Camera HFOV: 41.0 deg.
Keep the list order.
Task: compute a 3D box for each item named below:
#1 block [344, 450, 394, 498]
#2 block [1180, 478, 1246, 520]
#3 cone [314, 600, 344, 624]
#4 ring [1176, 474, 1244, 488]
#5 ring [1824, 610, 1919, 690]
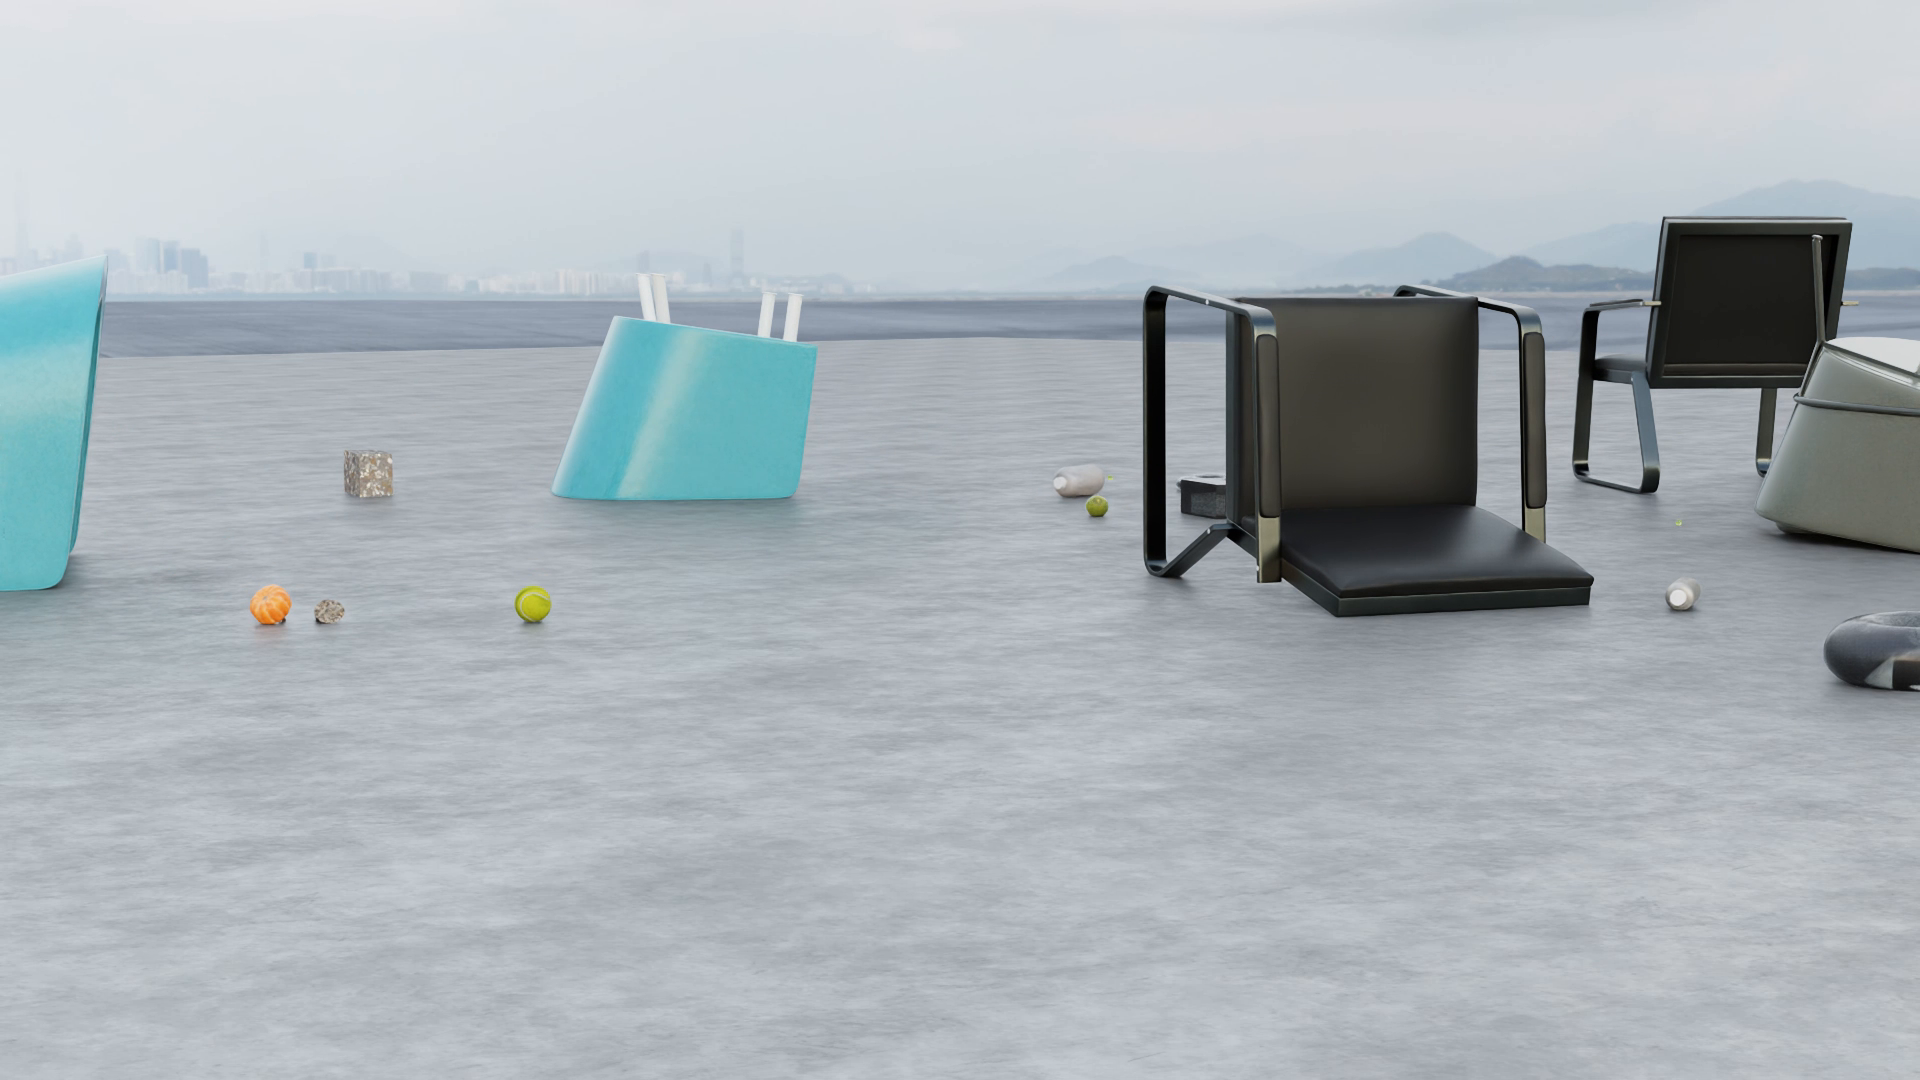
[{"bbox_3d":[-1.791,-0.203,7.763,0.099,0.127,0.209,-3,7,-26],"label":"block"},{"bbox_3d":[0.697,-0.114,7.061,0.093,0.094,0.205,-2,6,-23],"label":"block"},{"bbox_3d":[-1.218,0.144,4.904,0.062,0.047,0.063,-8,-11,-40],"label":"cone"},{"bbox_3d":[0.772,-0.176,7.917,0.201,0.043,0.276,3,7,25],"label":"ring"},{"bbox_3d":[1.583,0.180,4.172,0.375,0.104,0.262,-2,8,-17],"label":"ring"}]
